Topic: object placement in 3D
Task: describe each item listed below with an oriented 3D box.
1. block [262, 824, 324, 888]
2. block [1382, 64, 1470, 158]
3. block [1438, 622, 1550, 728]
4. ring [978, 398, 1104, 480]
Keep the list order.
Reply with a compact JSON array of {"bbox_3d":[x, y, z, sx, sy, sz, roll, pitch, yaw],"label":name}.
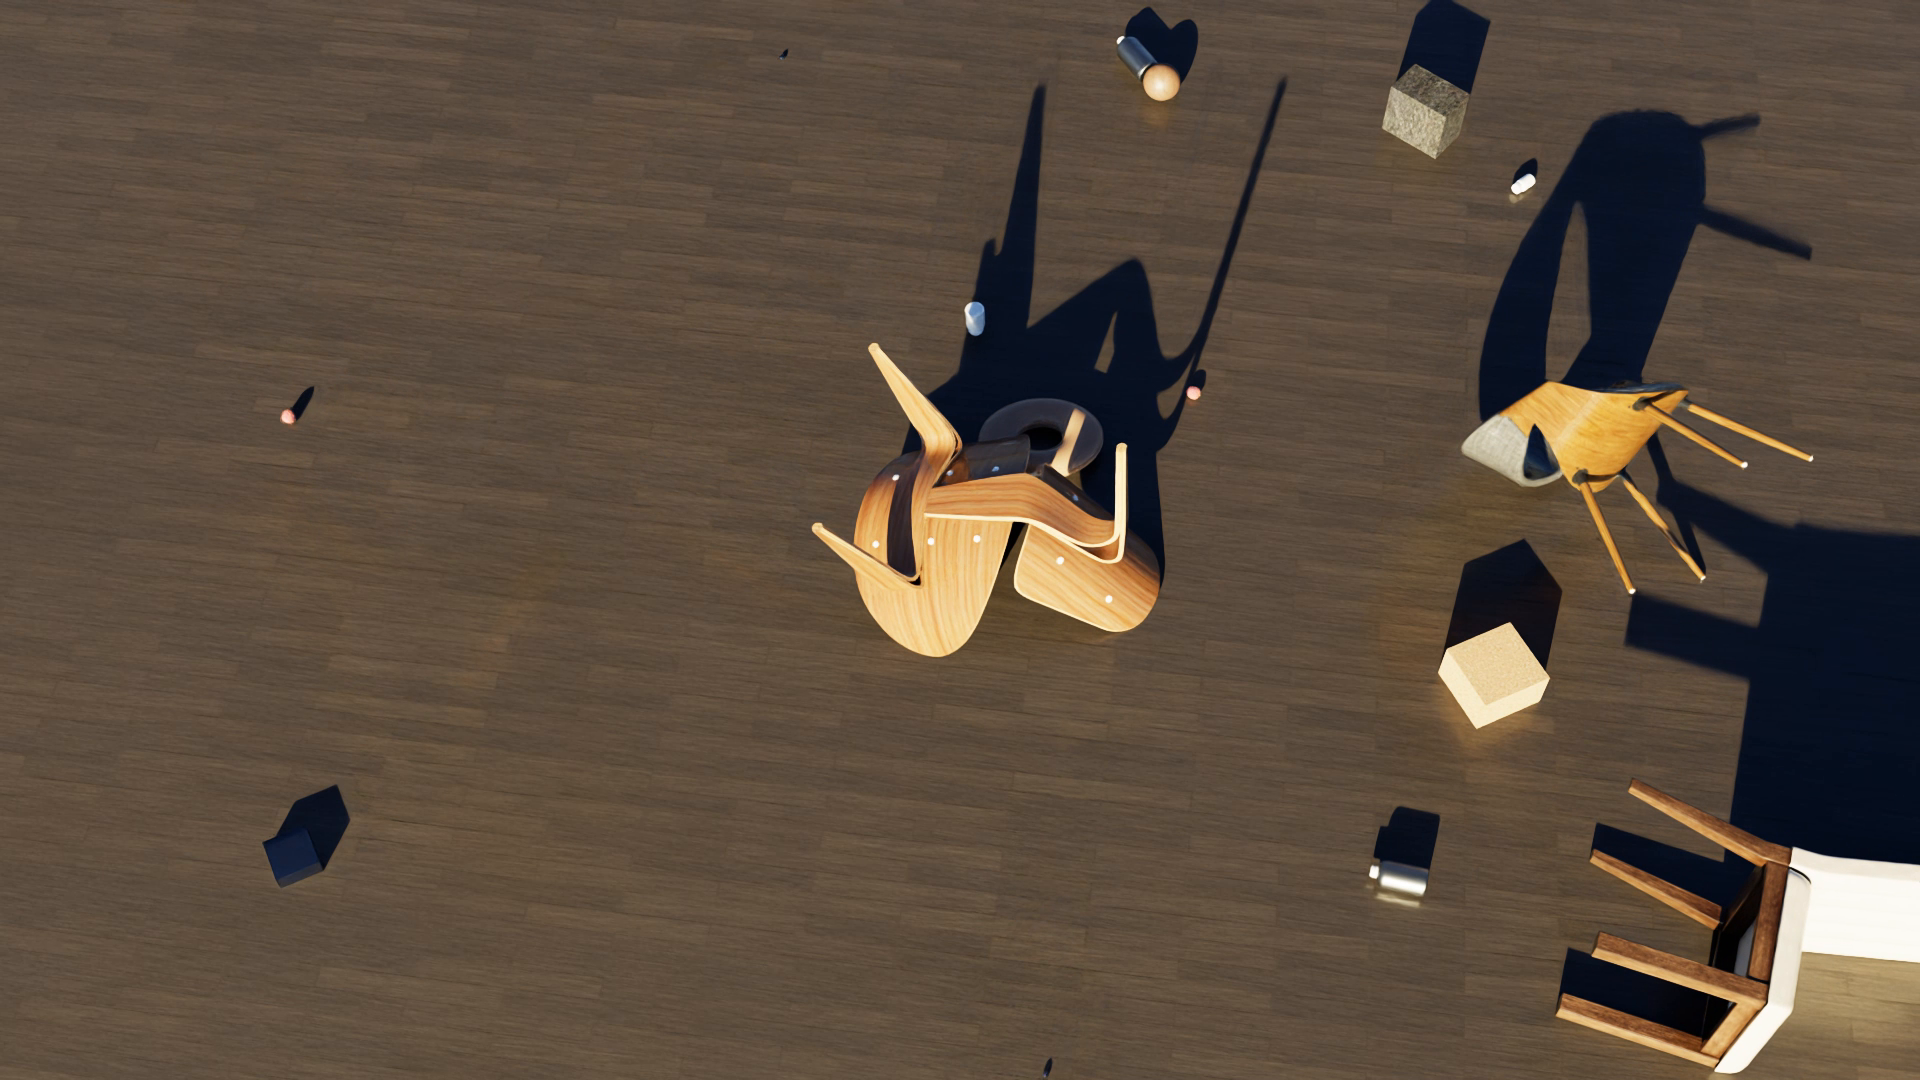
[{"bbox_3d":[-1.809,0.858,5.965,0.120,0.054,0.124,-22,59,-14],"label":"block"},{"bbox_3d":[1.572,-1.448,7.427,0.220,0.197,0.142,36,63,21],"label":"block"},{"bbox_3d":[1.513,0.384,6.237,0.211,0.132,0.203,-21,59,-14],"label":"block"},{"bbox_3d":[0.248,-0.310,6.735,0.386,0.074,0.305,-3,55,2],"label":"ring"}]
